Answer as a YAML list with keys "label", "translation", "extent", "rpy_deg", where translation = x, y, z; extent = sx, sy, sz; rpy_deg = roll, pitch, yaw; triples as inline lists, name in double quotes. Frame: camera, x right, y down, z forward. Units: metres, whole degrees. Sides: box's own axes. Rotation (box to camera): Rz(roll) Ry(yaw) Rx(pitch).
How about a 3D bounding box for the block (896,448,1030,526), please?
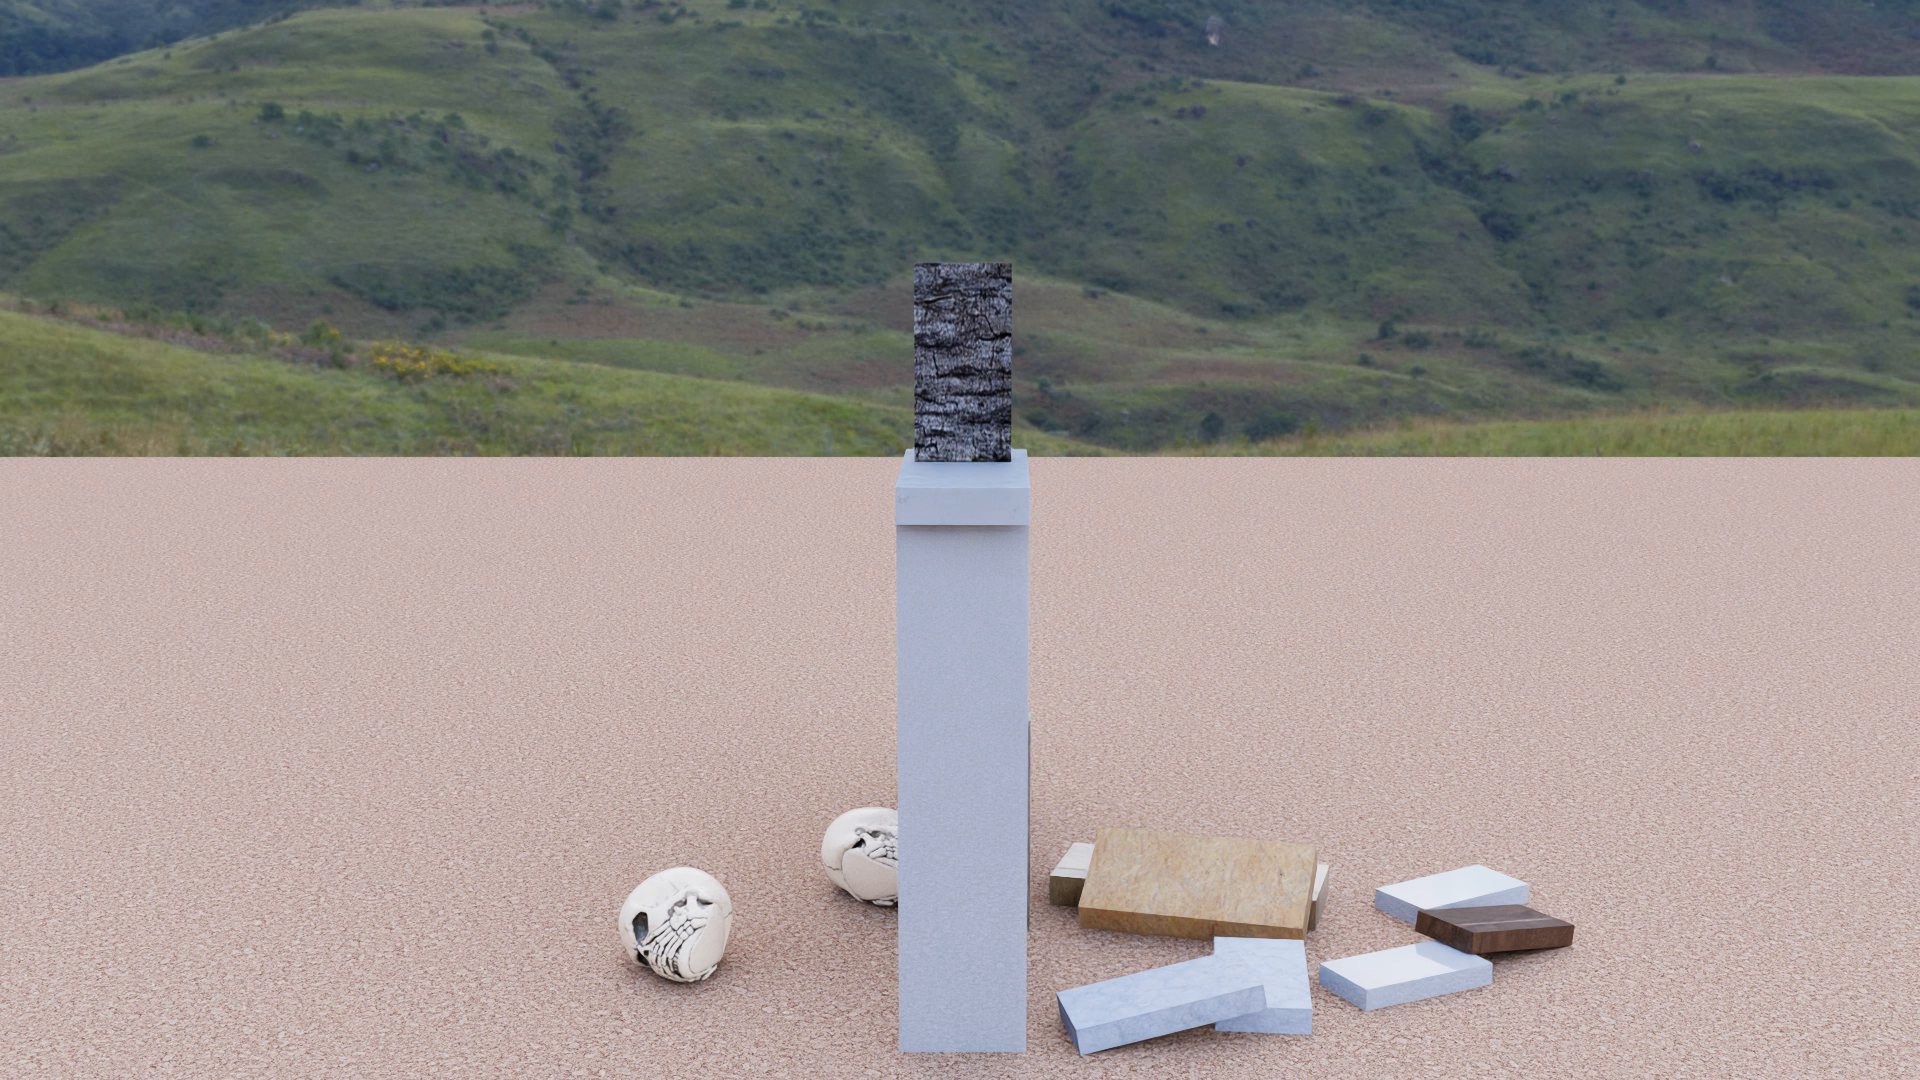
- label: "block"
  translation: [0.006, -0.076, 3.029]
  extent: [0.175, 0.050, 0.351]
  rpy_deg: [0, 10, 1]

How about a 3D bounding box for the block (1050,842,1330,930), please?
- label: "block"
  translation: [0.381, 0.570, 3.637]
  extent: [0.435, 0.050, 0.177]
  rpy_deg: [3, 11, 16]

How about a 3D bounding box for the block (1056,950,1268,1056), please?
- label: "block"
  translation: [0.283, 0.651, 3.104]
  extent: [0.270, 0.038, 0.135]
  rpy_deg: [-12, 12, -7]

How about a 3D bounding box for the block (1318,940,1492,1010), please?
- label: "block"
  translation: [0.664, 0.646, 3.277]
  extent: [0.230, 0.033, 0.115]
  rpy_deg: [-5, 12, -26]

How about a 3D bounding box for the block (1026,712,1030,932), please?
- label: "block"
  translation: [0.024, 0.447, 3.489]
  extent: [0.173, 0.346, 0.049]
  rpy_deg: [1, 11, 3]

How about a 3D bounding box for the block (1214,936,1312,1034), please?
- label: "block"
  translation: [0.442, 0.652, 3.231]
  extent: [0.135, 0.038, 0.270]
  rpy_deg: [1, 11, 6]

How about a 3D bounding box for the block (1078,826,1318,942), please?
- label: "block"
  translation: [0.382, 0.554, 3.512]
  extent: [0.354, 0.050, 0.177]
  rpy_deg: [3, 39, 16]

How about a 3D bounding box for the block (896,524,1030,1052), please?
- label: "block"
  translation: [0.004, 0.336, 2.993]
  extent: [0.176, 0.747, 0.050]
  rpy_deg: [0, 11, 0]

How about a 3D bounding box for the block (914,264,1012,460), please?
- label: "block"
  translation: [0.004, -0.249, 3.072]
  extent: [0.135, 0.273, 0.038]
  rpy_deg: [0, 7, 1]

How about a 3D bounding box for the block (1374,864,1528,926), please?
- label: "block"
  translation: [0.808, 0.584, 3.611]
  extent: [0.230, 0.033, 0.115]
  rpy_deg: [-6, 12, -31]

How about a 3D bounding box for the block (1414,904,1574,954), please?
- label: "block"
  translation: [0.831, 0.603, 3.415]
  extent: [0.230, 0.033, 0.115]
  rpy_deg: [4, 7, -35]
